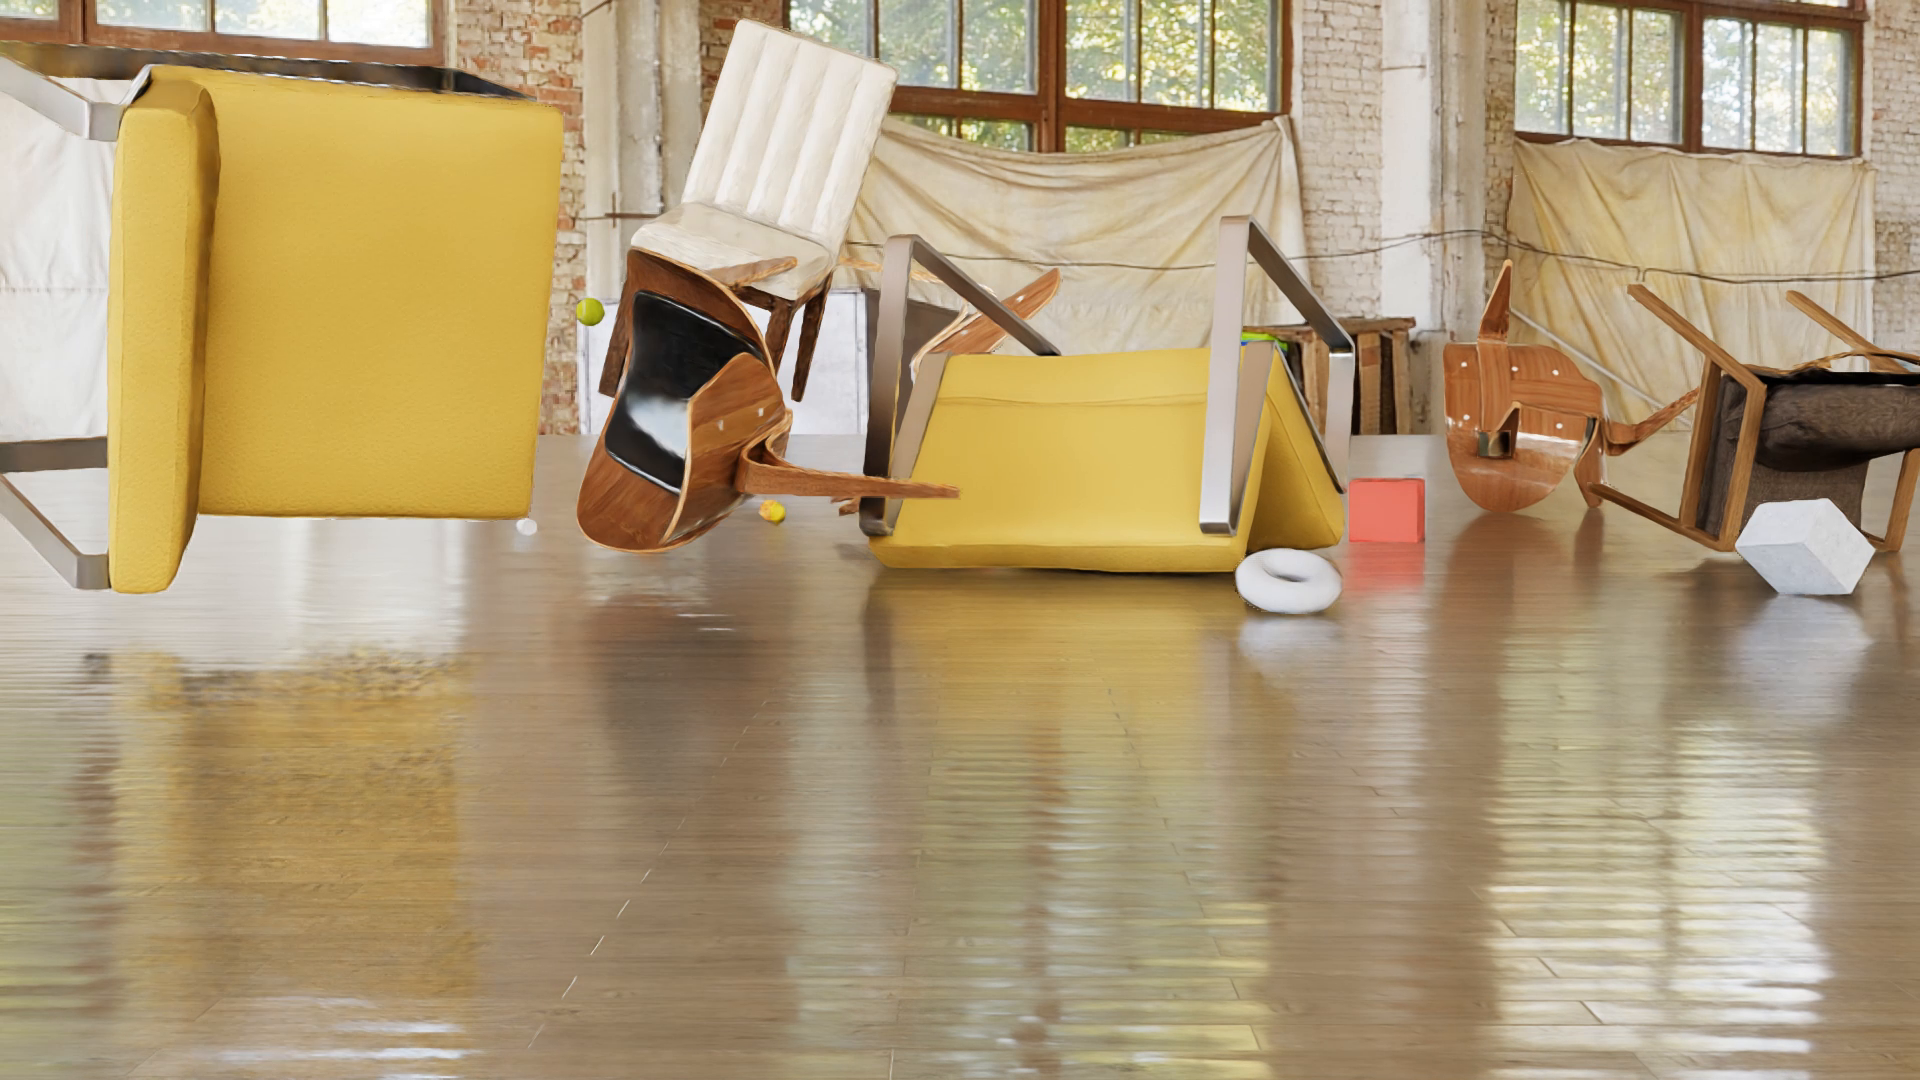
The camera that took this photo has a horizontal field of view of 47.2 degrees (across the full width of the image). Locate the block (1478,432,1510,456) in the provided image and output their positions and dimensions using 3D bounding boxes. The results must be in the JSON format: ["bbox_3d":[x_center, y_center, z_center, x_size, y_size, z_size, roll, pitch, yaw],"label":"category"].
[{"bbox_3d":[1.550,-0.280,6.380,0.068,0.066,0.058,-4,5,-15],"label":"block"}]

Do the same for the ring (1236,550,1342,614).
[{"bbox_3d":[0.666,0.084,4.456,0.217,0.066,0.217,14,29,22],"label":"ring"}]

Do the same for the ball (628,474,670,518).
[{"bbox_3d":[-1.089,-0.155,7.699,0.152,0.152,0.152,0,4,0],"label":"ball"}]

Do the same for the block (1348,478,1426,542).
[{"bbox_3d":[1.280,-0.091,6.587,0.199,0.176,0.276,1,4,16],"label":"block"}]

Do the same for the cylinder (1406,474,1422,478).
[{"bbox_3d":[1.610,-0.185,7.831,0.059,0.088,0.101,24,-3,-18],"label":"cylinder"}]

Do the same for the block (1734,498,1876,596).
[{"bbox_3d":[1.815,0.017,4.727,0.170,0.121,0.195,42,-18,-18],"label":"block"}]
